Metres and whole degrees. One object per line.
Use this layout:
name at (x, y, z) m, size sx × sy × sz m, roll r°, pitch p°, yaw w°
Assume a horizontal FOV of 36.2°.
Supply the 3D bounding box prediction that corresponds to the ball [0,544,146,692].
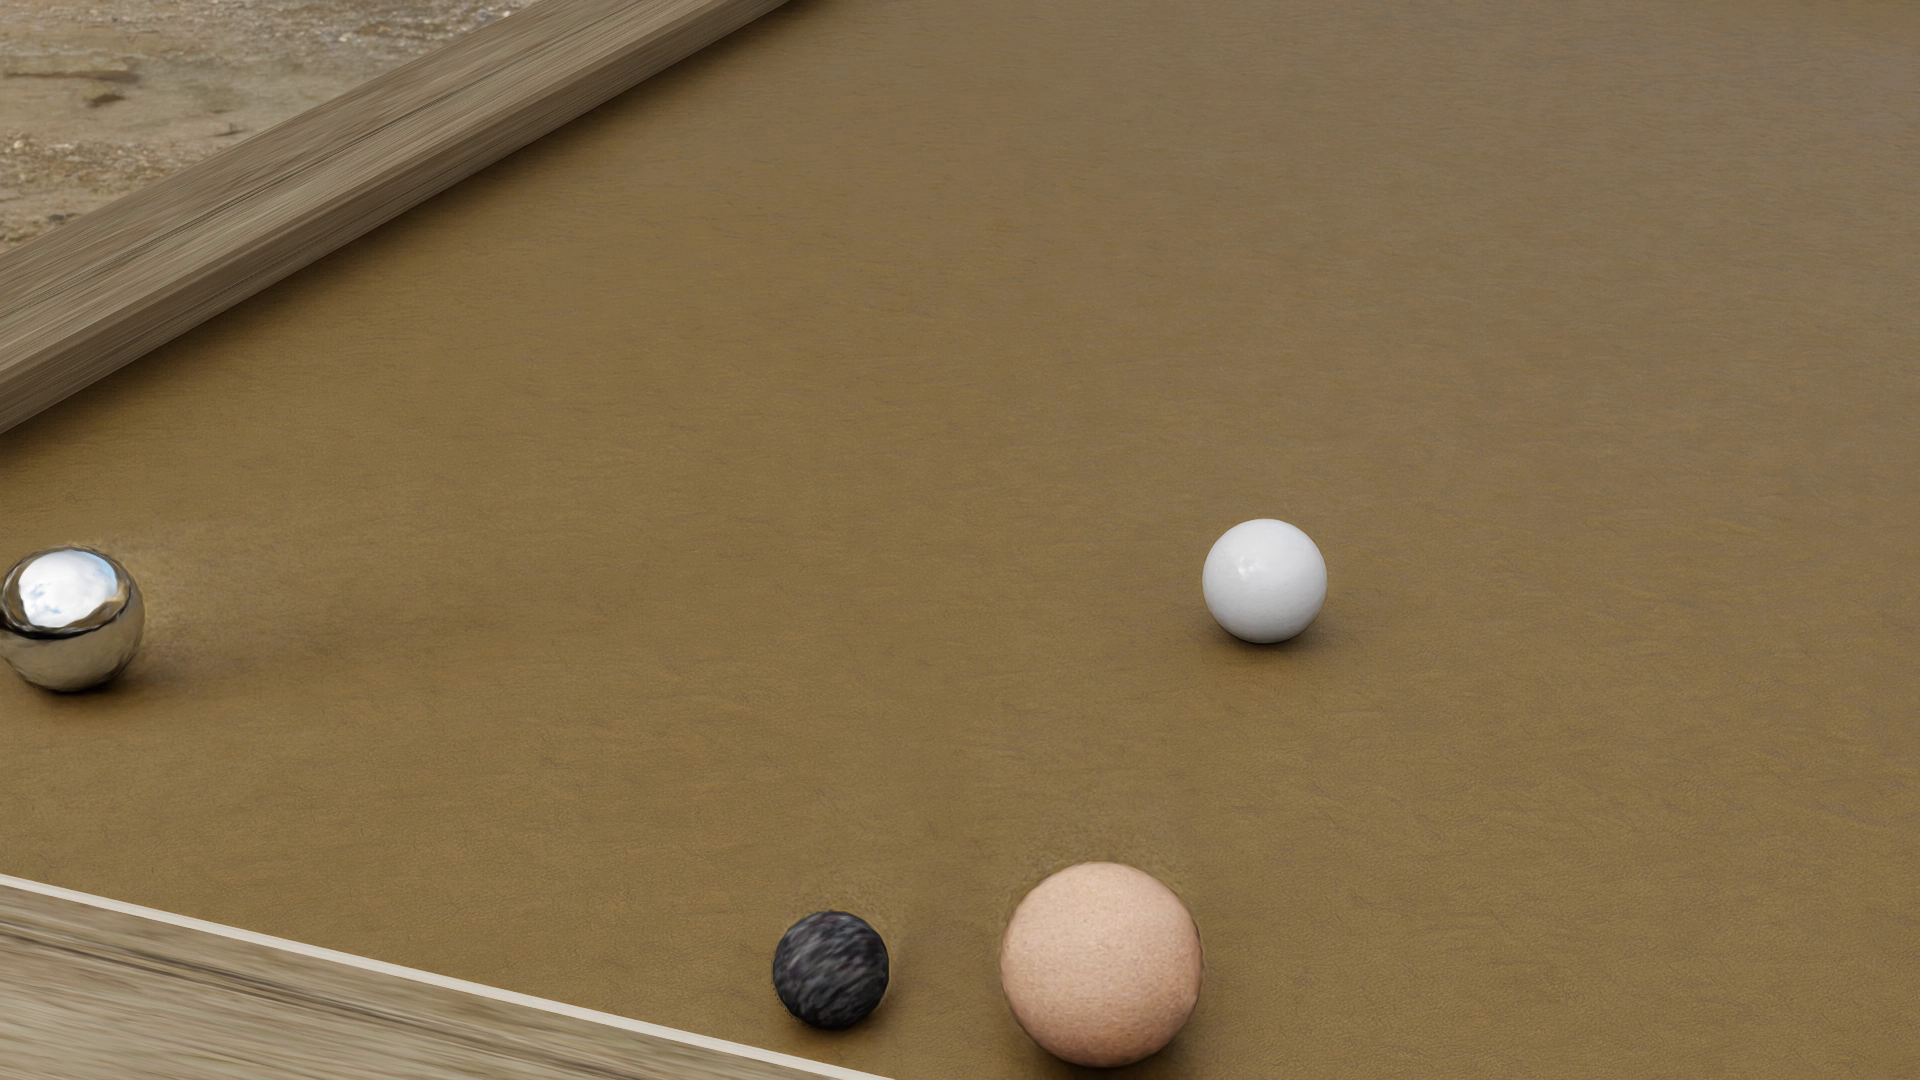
ball at (-0.543, 0.047, 1.793) m, size 0.090 × 0.090 × 0.090 m, roll 0°, pitch 24°, yaw 0°

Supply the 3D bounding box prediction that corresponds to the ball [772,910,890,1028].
ball at (-0.064, 0.214, 1.464) m, size 0.058 × 0.058 × 0.058 m, roll 0°, pitch 24°, yaw 0°

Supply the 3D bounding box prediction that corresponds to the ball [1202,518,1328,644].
ball at (0.192, 0.026, 1.853) m, size 0.079 × 0.079 × 0.079 m, roll 0°, pitch 24°, yaw 0°

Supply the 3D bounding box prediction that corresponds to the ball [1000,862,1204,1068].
ball at (0.069, 0.206, 1.430) m, size 0.100 × 0.100 × 0.100 m, roll 0°, pitch 24°, yaw 0°

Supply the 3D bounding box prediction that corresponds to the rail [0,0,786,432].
rail at (-0.437, -0.402, 2.735) m, size 0.045 × 0.129 × 2.782 m, roll 9°, pitch 26°, yaw 20°

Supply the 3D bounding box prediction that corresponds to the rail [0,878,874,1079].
rail at (-0.246, 0.235, 1.328) m, size 1.534 × 0.129 × 0.045 m, roll 9°, pitch 26°, yaw 20°
